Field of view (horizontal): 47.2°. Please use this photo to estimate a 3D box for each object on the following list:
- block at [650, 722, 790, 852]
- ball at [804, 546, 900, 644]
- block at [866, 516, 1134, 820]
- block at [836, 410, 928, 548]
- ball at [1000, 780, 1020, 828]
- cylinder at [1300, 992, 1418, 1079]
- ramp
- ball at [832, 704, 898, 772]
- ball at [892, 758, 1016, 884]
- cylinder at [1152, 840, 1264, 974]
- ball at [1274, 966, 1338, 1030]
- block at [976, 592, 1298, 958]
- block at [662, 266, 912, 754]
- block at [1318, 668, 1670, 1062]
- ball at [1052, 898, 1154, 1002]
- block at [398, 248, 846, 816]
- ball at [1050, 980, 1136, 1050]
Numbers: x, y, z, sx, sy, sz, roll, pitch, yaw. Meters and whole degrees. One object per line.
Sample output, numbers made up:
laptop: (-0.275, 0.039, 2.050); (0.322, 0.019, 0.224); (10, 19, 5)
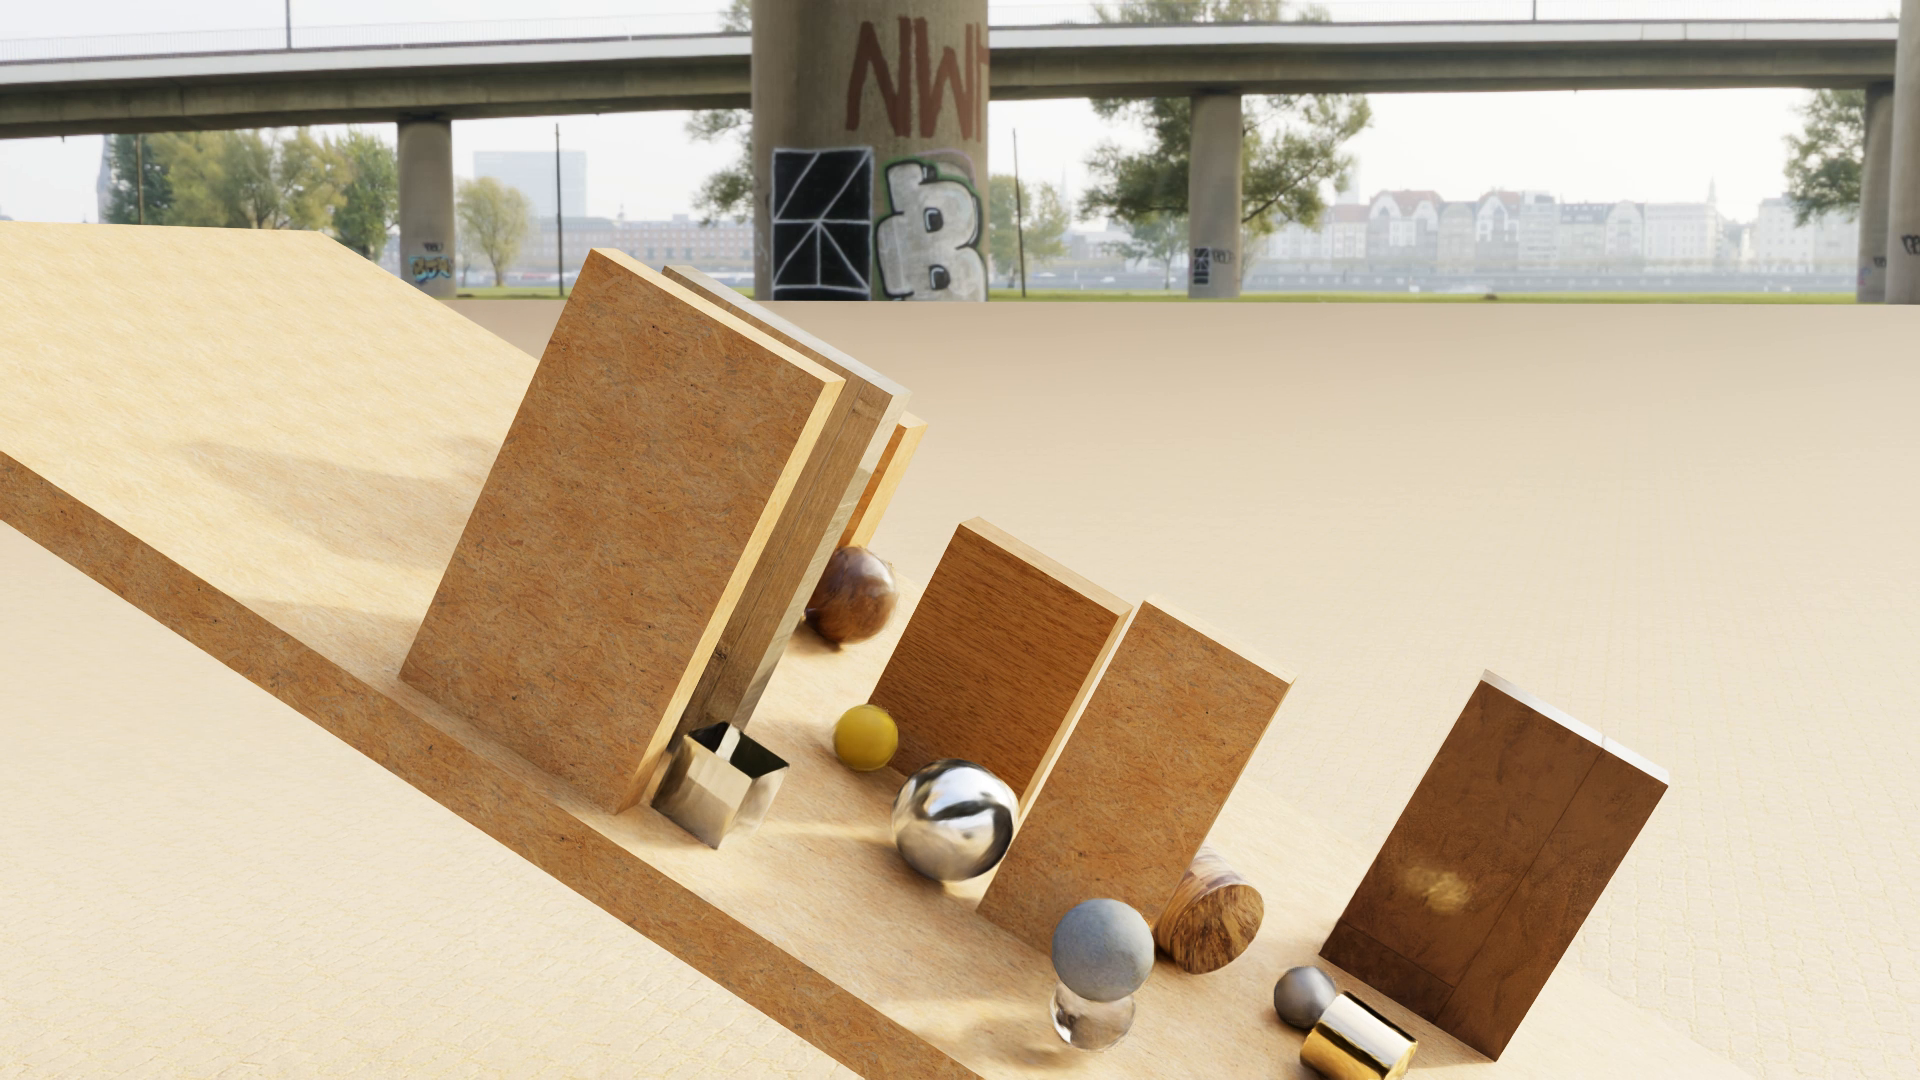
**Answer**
block: (-0.368, 0.377, 3.382); (0.130, 0.130, 0.130); (31, 15, 16)
ball: (-0.223, 0.112, 4.453); (0.200, 0.200, 0.200); (0, 7, 0)
block: (0.054, 0.242, 3.963); (0.329, 0.458, 0.118); (30, 14, 12)
block: (-0.307, -0.125, 4.672); (0.295, 0.429, 0.145); (30, 14, 12)
ball: (0.040, 0.470, 3.815); (0.124, 0.124, 0.124); (0, 7, 0)
cylinder: (0.653, 0.837, 3.604); (0.138, 0.138, 0.138); (34, 22, 24)
ramp: (-0.223, 0.371, 4.148); (4.000, 0.100, 2.000); (30, 14, 12)
ball: (-0.167, 0.349, 3.881); (0.117, 0.117, 0.117); (0, 7, 0)
ball: (-0.011, 0.459, 3.596); (0.203, 0.203, 0.203); (0, 7, 0)
cylinder: (0.395, 0.619, 3.805); (0.186, 0.186, 0.186); (-4, 29, -31)
ball: (0.588, 0.780, 3.748); (0.108, 0.108, 0.108); (0, 7, 0)
block: (0.278, 0.407, 3.512); (0.260, 0.590, 0.089); (30, 14, 12)
block: (-0.426, -0.033, 3.567); (0.431, 0.698, 0.098); (30, 14, 12)
block: (0.983, 0.601, 4.074); (0.374, 0.611, 0.117); (30, 14, 12)
ball: (0.207, 0.595, 3.192); (0.150, 0.150, 0.150); (0, 7, 0)
block: (-0.511, -0.011, 3.260); (0.407, 0.731, 0.083); (30, 14, 12)
ball: (0.198, 0.698, 3.284); (0.127, 0.127, 0.127); (0, 7, 0)
